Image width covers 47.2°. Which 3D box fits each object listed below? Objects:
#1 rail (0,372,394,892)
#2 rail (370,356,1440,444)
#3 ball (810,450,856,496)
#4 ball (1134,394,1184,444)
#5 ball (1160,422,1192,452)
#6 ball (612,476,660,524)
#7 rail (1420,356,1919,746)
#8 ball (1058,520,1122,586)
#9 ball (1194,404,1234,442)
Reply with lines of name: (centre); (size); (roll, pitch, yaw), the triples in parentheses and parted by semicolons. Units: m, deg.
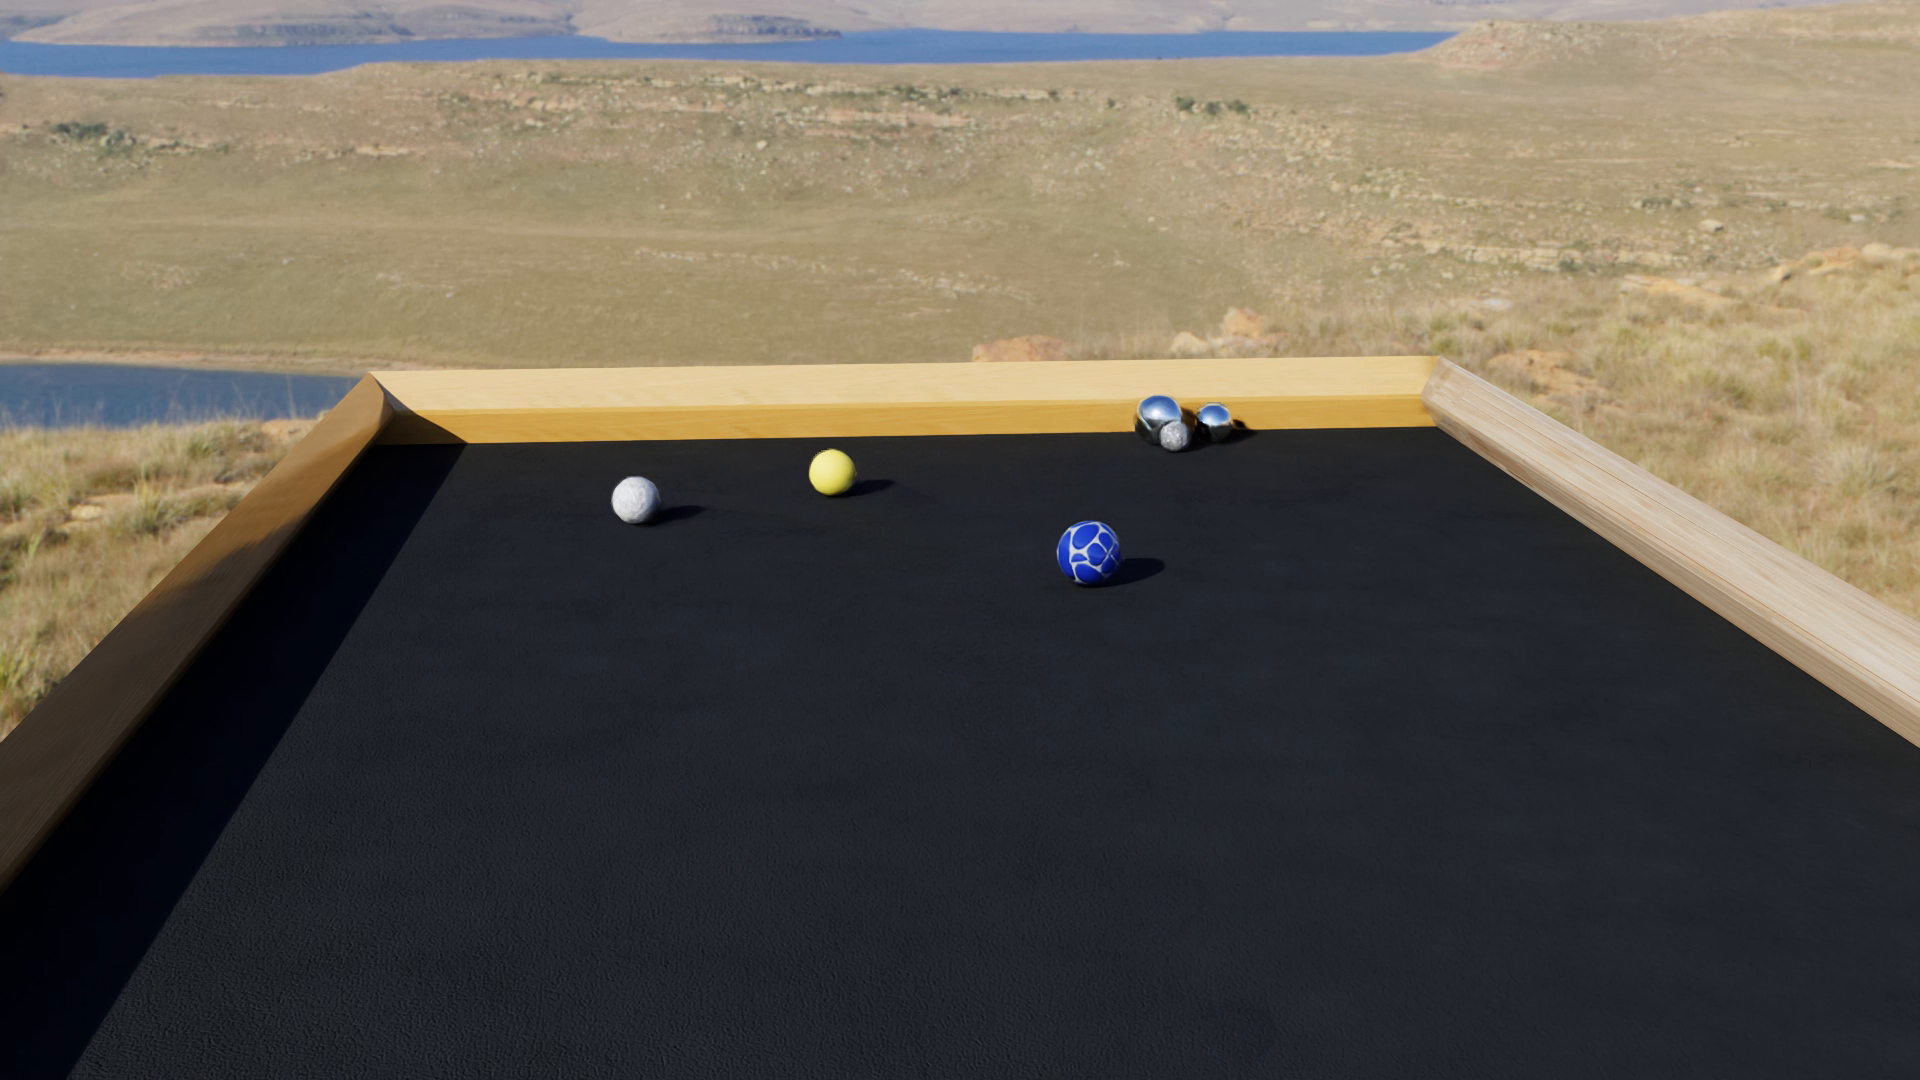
rail: (-0.787, 0.201, 1.950); (0.045, 0.119, 3.369); (-1, 14, -5)
rail: (-0.071, -0.228, 3.625); (1.775, 0.119, 0.045); (-1, 14, -5)
ball: (-0.187, -0.098, 3.227); (0.068, 0.068, 0.068); (0, 14, 0)
ball: (0.323, -0.197, 3.585); (0.082, 0.082, 0.082); (0, 14, 0)
ball: (0.345, -0.165, 3.526); (0.050, 0.050, 0.050); (0, 14, 0)
ball: (-0.451, -0.055, 3.060); (0.067, 0.067, 0.067); (0, 14, 0)
rail: (0.934, 0.164, 2.095); (0.045, 0.119, 3.369); (-1, 14, -5)
ball: (0.162, 0.017, 2.750); (0.082, 0.082, 0.082); (0, 14, 0)
ball: (0.415, -0.191, 3.599); (0.064, 0.064, 0.064); (0, 14, 0)
